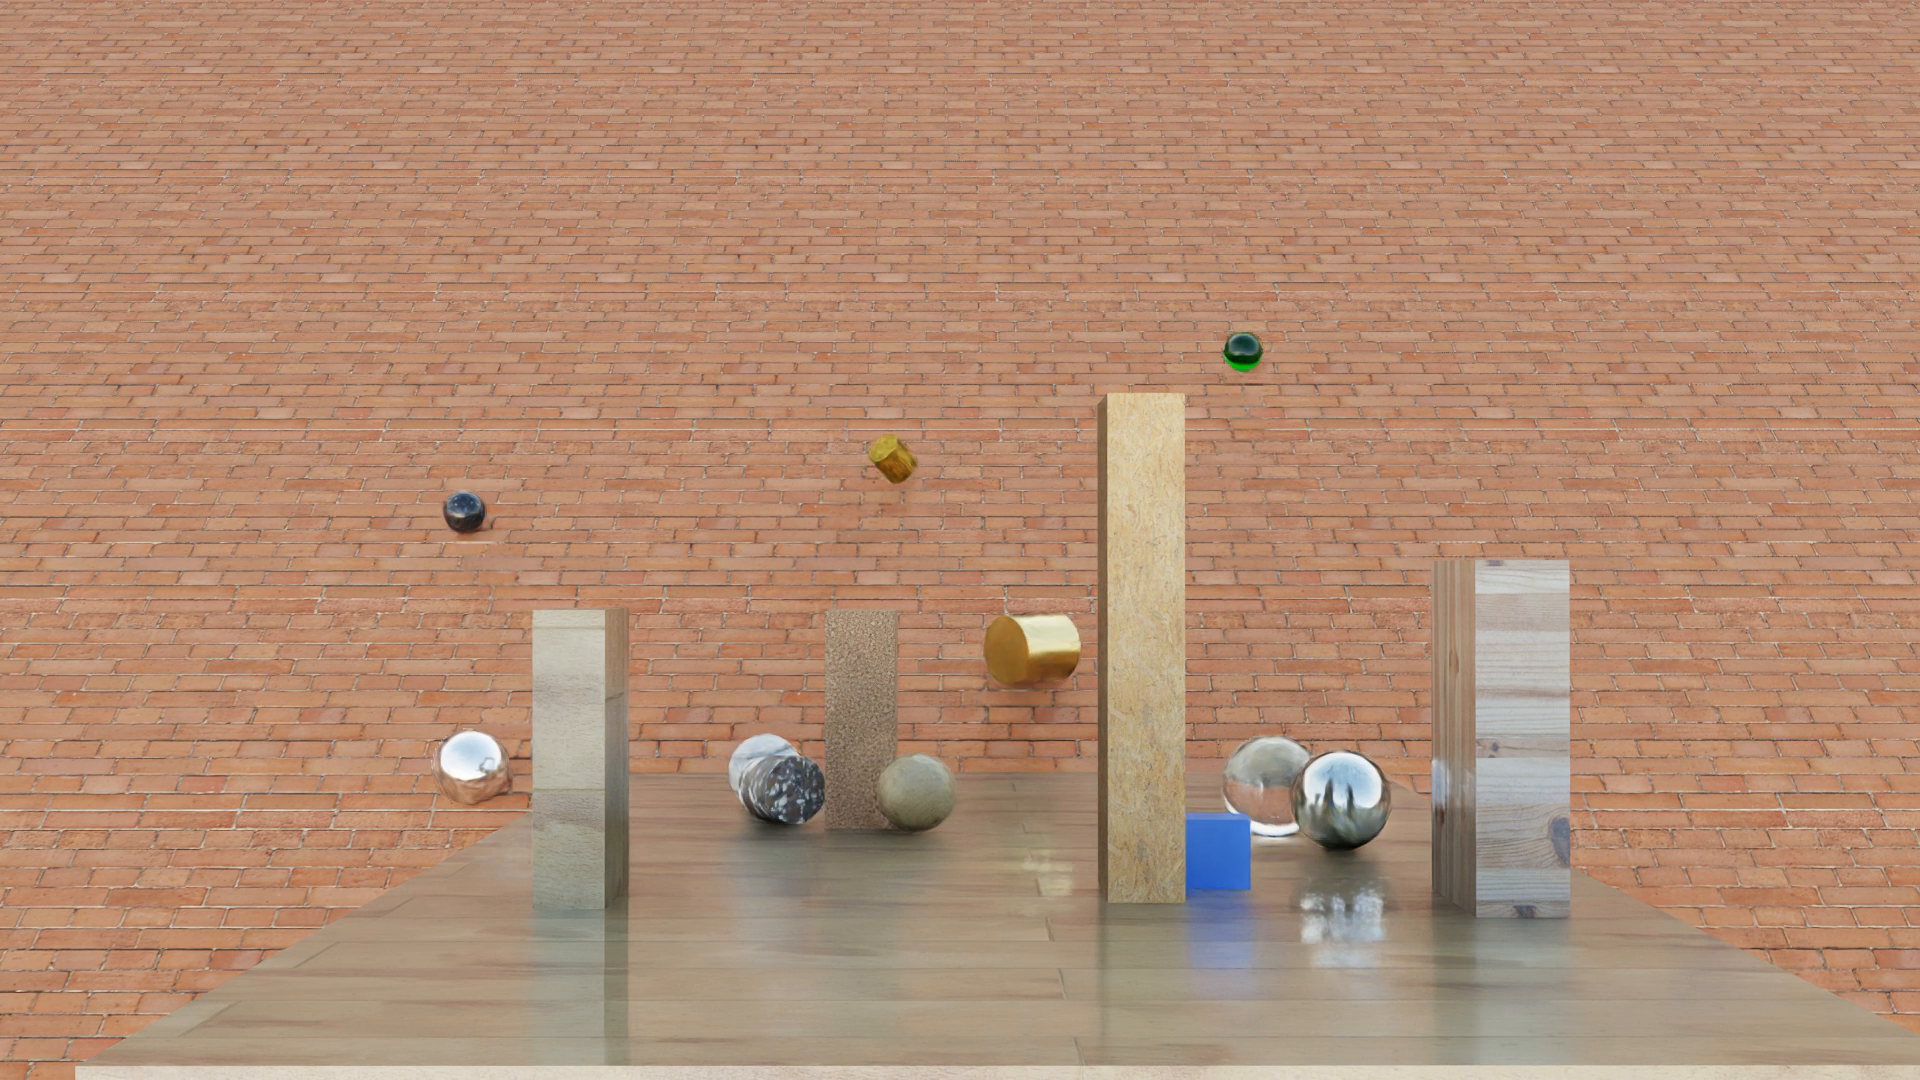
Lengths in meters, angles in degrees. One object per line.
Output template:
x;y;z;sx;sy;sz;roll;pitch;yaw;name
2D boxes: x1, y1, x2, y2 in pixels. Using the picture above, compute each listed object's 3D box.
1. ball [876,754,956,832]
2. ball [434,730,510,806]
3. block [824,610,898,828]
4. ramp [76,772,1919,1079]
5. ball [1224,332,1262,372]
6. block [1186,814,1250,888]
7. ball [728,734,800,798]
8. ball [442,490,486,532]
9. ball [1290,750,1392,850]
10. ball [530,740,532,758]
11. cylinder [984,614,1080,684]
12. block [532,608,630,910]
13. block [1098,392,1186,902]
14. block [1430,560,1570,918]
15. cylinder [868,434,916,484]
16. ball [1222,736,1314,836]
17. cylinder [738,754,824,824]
-0.087;0.504;5.169;0.157;0.157;0.157;0;32;0;ball
-1.265;0.589;6.714;0.195;0.195;0.195;0;32;0;ball
-0.203;0.365;5.376;0.141;0.439;0.281;0;-1;0;block
0.071;0.626;4.718;2.000;0.100;4.000;0;-1;0;ramp
0.953;-0.633;8.732;0.130;0.130;0.130;0;32;0;ball
0.422;0.515;4.297;0.112;0.112;0.112;0;-1;3;block
-0.425;0.507;5.668;0.164;0.164;0.164;0;32;0;ball
-1.503;-0.086;7.857;0.128;0.128;0.128;0;32;0;ball
0.709;0.484;4.828;0.187;0.187;0.187;0;32;0;ball
-0.997;0.527;6.550;0.178;0.178;0.178;0;32;0;ball
0.198;0.299;7.126;0.189;0.189;0.189;-2;27;-39;cylinder
-0.602;0.340;4.132;0.111;0.460;0.293;0;-1;0;block
0.292;0.171;4.209;0.121;0.799;0.292;0;-1;0;block
0.844;0.300;4.070;0.141;0.536;0.366;0;-1;0;block
-0.209;-0.251;8.063;0.109;0.109;0.109;-25;37;21;cylinder
0.613;0.482;5.076;0.198;0.198;0.198;0;32;0;ball
-0.368;0.514;5.355;0.137;0.137;0.137;-20;7;-28;cylinder
